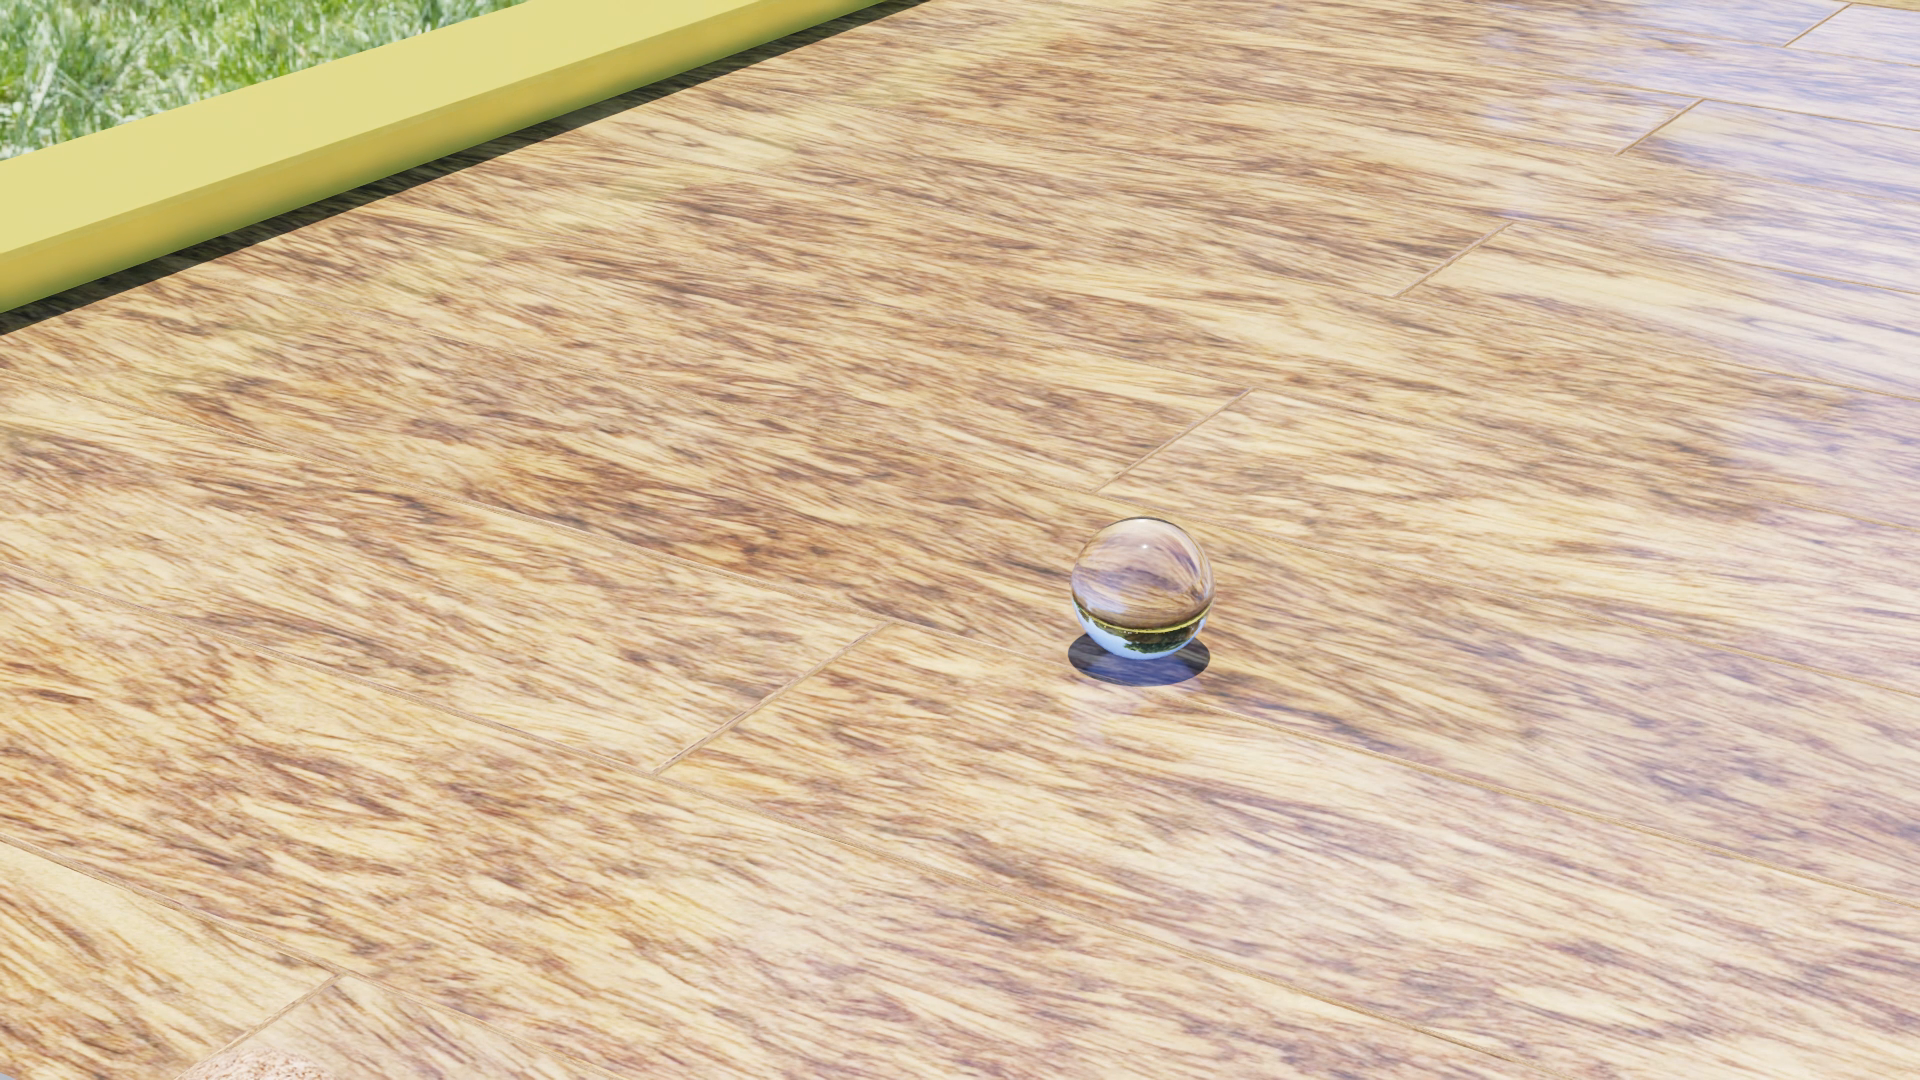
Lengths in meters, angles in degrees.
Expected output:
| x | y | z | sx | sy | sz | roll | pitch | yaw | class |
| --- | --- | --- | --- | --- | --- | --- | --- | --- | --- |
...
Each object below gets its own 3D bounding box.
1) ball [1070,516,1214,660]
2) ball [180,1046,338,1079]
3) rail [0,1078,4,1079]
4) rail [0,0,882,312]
| x | y | z | sx | sy | sz | roll | pitch | yaw | class |
| --- | --- | --- | --- | --- | --- | --- | --- | --- | --- |
| 0.113 | 0.030 | 1.826 | 0.089 | 0.089 | 0.089 | 0 | 24 | 0 | ball |
| -0.306 | 0.268 | 1.279 | 0.094 | 0.094 | 0.094 | 0 | 24 | 0 | ball |
| -0.430 | 0.255 | 1.272 | 1.954 | 0.123 | 0.045 | 15 | 28 | 30 | rail |
| -0.358 | -0.501 | 2.987 | 0.045 | 0.123 | 3.276 | 15 | 28 | 30 | rail |
